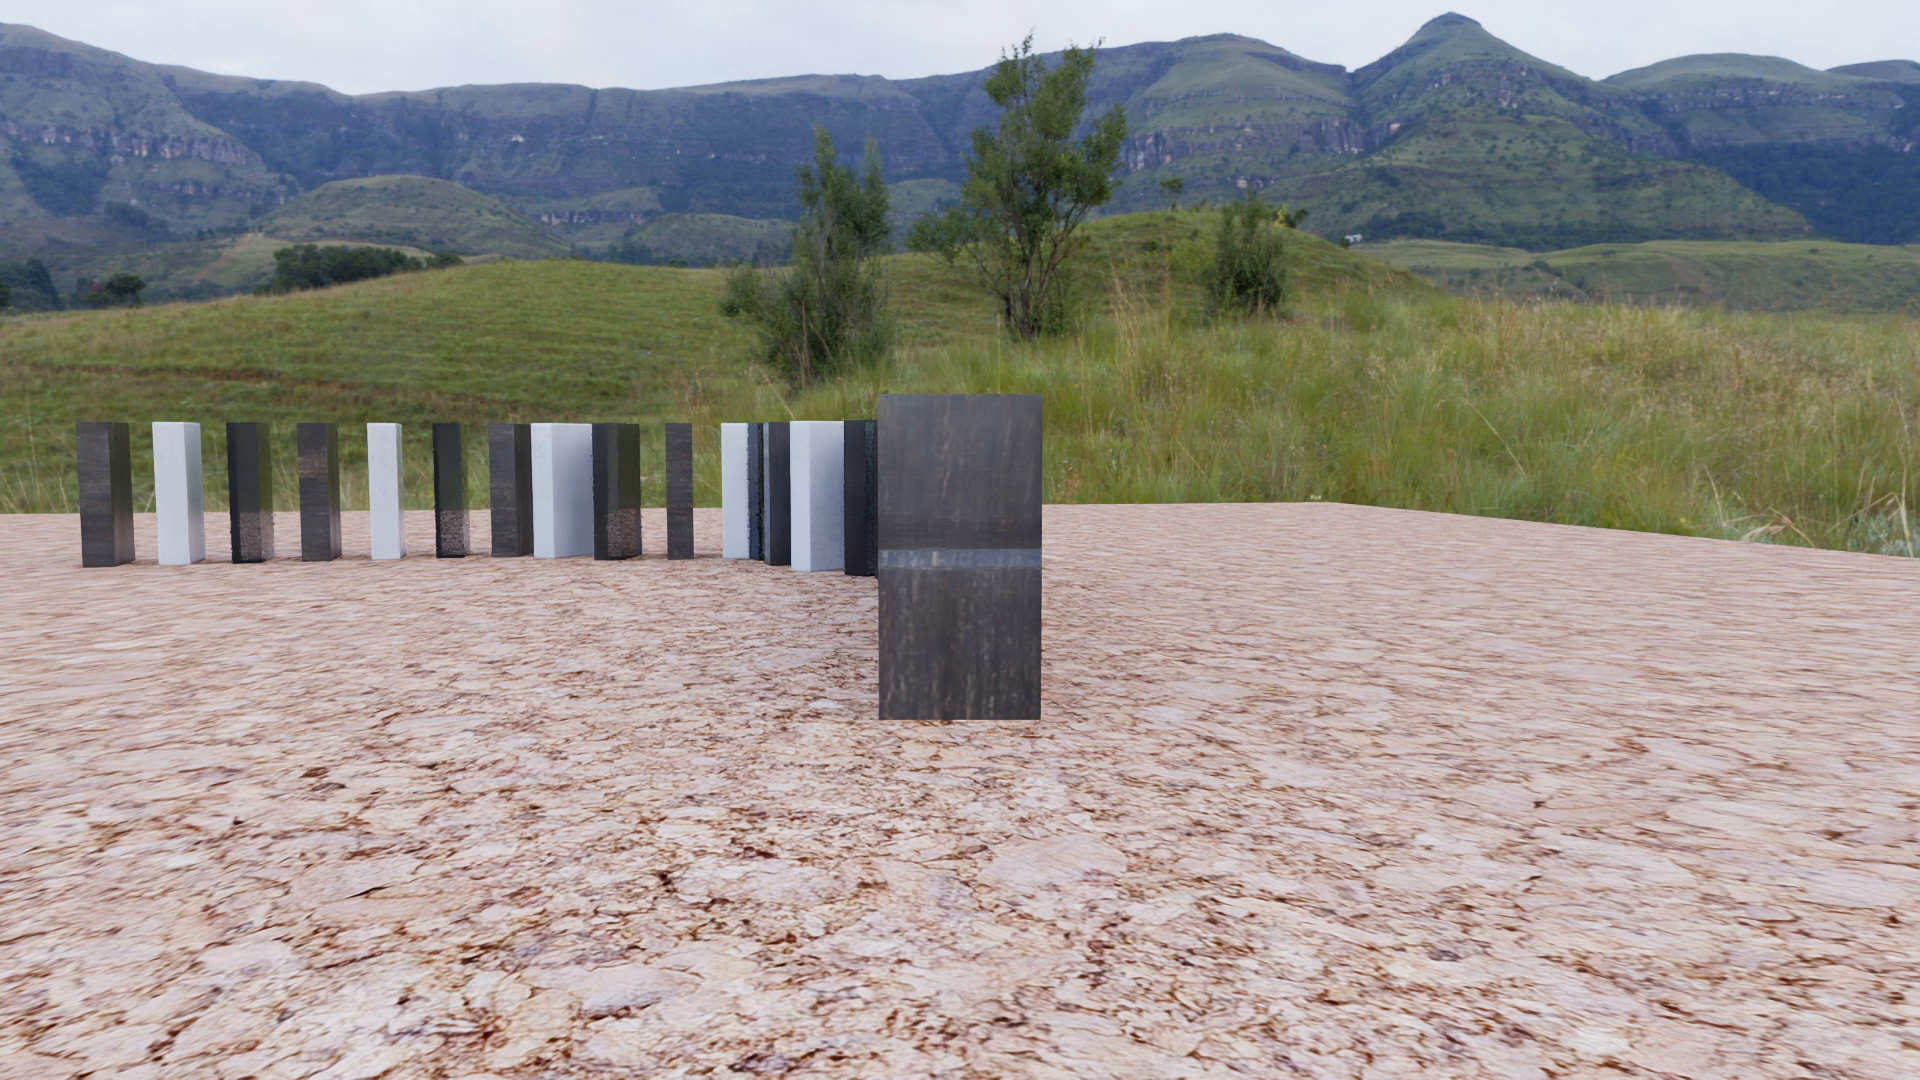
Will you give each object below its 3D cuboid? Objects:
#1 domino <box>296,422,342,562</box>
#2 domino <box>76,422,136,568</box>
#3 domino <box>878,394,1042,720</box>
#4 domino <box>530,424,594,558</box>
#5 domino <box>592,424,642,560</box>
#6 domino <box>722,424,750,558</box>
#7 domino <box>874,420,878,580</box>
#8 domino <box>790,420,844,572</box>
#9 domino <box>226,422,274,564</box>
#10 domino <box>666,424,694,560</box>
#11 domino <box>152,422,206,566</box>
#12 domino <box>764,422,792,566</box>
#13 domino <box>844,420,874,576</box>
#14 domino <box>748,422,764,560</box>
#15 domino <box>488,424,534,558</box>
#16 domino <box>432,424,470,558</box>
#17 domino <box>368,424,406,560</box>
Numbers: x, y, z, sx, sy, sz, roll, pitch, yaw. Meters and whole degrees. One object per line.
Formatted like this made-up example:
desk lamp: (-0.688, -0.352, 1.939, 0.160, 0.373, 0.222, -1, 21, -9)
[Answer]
domino: (-0.236, -0.018, 0.474, 0.009, 0.050, 0.025, -1, 4, -17)
domino: (-0.301, -0.016, 0.452, 0.010, 0.050, 0.025, -1, 5, -19)
domino: (0.000, 0.002, 0.201, 0.025, 0.050, 0.009, 0, 4, 0)
domino: (-0.149, -0.019, 0.486, 0.009, 0.050, 0.025, 2, 5, 25)
domino: (-0.128, -0.018, 0.479, 0.010, 0.050, 0.025, 0, 4, 4)
domino: (-0.083, -0.019, 0.486, 0.009, 0.050, 0.025, 0, 4, -1)
domino: (-0.014, -0.013, 0.404, 0.025, 0.050, 0.009, -1, 4, -17)
domino: (-0.045, -0.015, 0.435, 0.009, 0.050, 0.025, 4, 6, 42)
domino: (-0.258, -0.017, 0.467, 0.009, 0.050, 0.025, -1, 5, -19)
domino: (-0.105, -0.019, 0.482, 0.009, 0.050, 0.025, -1, 4, -13)
domino: (-0.280, -0.017, 0.460, 0.009, 0.050, 0.025, -1, 5, -19)
domino: (-0.056, -0.017, 0.454, 0.025, 0.050, 0.009, -2, 5, -20)
domino: (-0.026, -0.014, 0.422, 0.009, 0.050, 0.025, 3, 5, 38)
domino: (-0.065, -0.018, 0.475, 0.025, 0.050, 0.009, -2, 5, -30)
domino: (-0.171, -0.019, 0.492, 0.010, 0.050, 0.025, 0, 4, -1)
domino: (-0.193, -0.019, 0.488, 0.009, 0.050, 0.025, -1, 4, -15)
domino: (-0.215, -0.019, 0.481, 0.009, 0.050, 0.025, -1, 5, -19)
